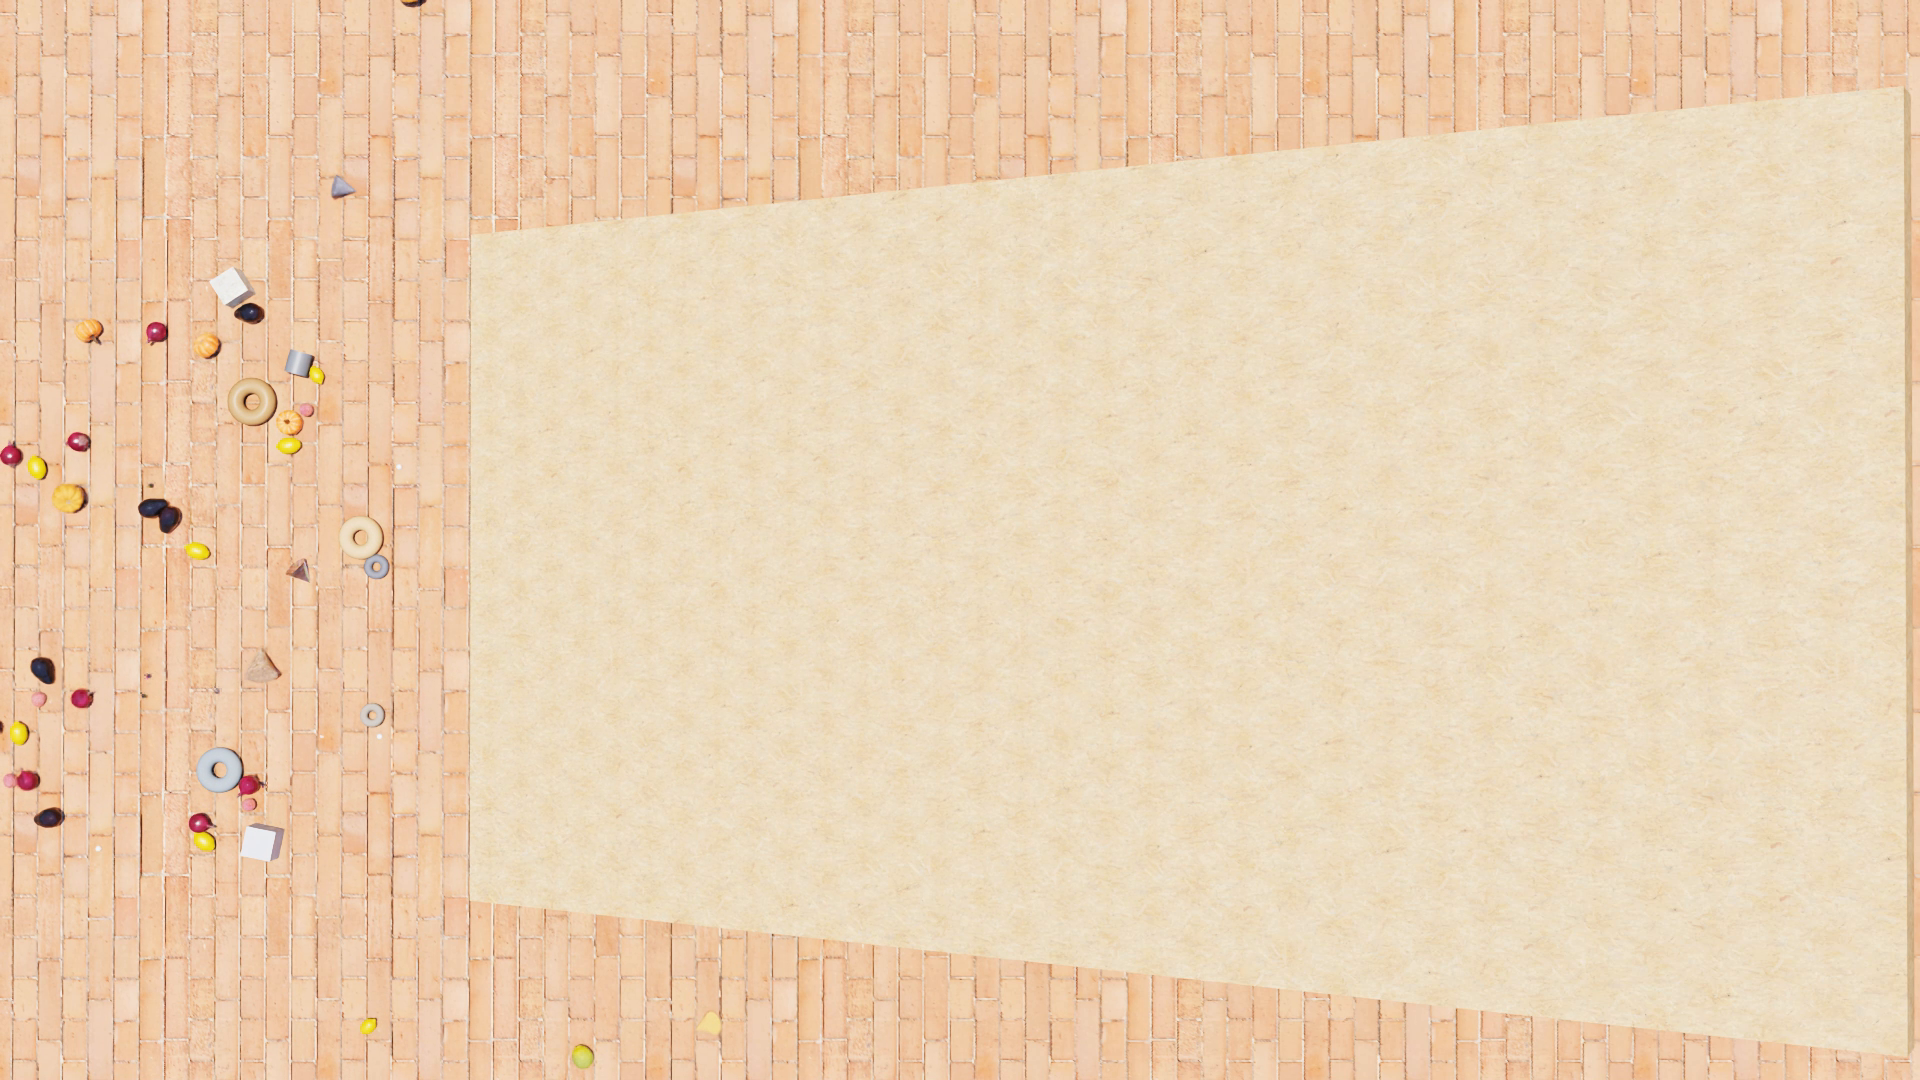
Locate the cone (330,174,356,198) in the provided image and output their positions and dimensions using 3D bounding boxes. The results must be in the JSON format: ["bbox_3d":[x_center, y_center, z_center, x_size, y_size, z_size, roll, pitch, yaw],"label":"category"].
[{"bbox_3d":[-1.868,-1.067,6.687,0.071,0.071,0.071,12,89,-27],"label":"cone"}]

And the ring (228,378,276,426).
[{"bbox_3d":[-2.149,-0.420,6.673,0.146,0.049,0.146,0,91,-1],"label":"ring"}]

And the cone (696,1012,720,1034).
[{"bbox_3d":[-0.775,1.474,6.663,0.070,0.070,0.070,-26,89,26],"label":"cone"}]

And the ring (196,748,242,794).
[{"bbox_3d":[-2.244,0.697,6.664,0.139,0.046,0.139,0,88,0],"label":"ring"}]

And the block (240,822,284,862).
[{"bbox_3d":[-2.105,0.912,6.639,0.090,0.090,0.090,12,89,0],"label":"block"}]

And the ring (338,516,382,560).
[{"bbox_3d":[-1.818,-0.007,6.671,0.134,0.045,0.134,0,91,0],"label":"ring"}]

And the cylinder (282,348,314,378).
[{"bbox_3d":[-2.005,-0.536,6.664,0.069,0.069,0.069,25,72,0],"label":"cylinder"}]

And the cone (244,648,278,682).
[{"bbox_3d":[-2.117,0.367,6.668,0.097,0.097,0.097,-9,63,0],"label":"cone"}]

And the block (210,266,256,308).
[{"bbox_3d":[-2.201,-0.764,6.658,0.084,0.084,0.084,-32,90,0],"label":"block"}]

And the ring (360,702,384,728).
[{"bbox_3d":[-1.784,0.532,6.675,0.075,0.025,0.075,0,88,0],"label":"ring"}]

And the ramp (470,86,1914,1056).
[{"bbox_3d":[0.265,0.073,5.611,4.000,0.100,2.000,0,89,31],"label":"ramp"}]

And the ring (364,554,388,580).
[{"bbox_3d":[-1.772,0.081,6.679,0.077,0.026,0.077,0,91,1],"label":"ring"}]

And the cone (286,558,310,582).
[{"bbox_3d":[-1.995,0.106,6.676,0.072,0.072,0.072,-38,116,0],"label":"cone"}]
